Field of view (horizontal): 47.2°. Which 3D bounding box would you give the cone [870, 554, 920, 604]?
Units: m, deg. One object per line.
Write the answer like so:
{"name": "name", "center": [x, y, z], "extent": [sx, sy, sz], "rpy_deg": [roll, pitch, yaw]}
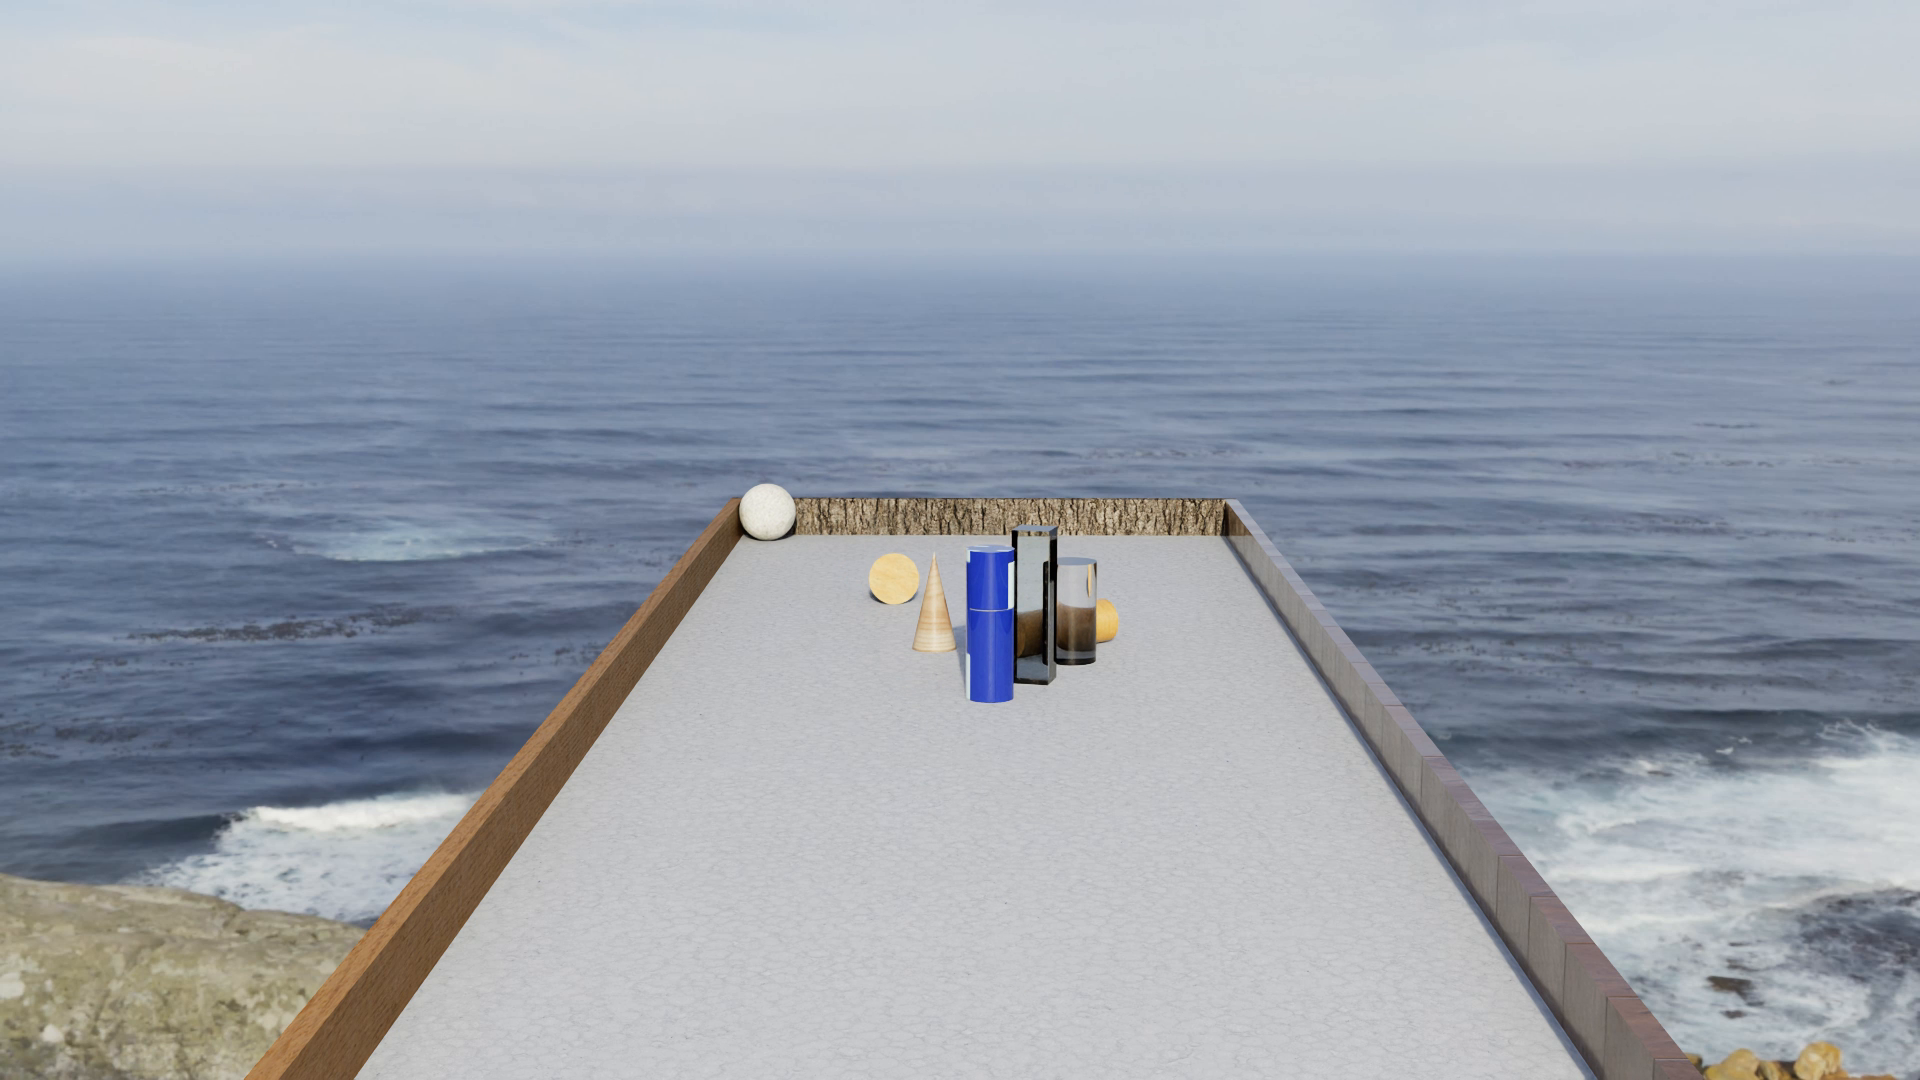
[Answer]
{"name": "cone", "center": [-0.271, 0.146, 7.811], "extent": [0.176, 0.176, 0.420], "rpy_deg": [-2, -3, -12]}

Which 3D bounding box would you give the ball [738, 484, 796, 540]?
{"name": "ball", "center": [-0.787, -0.114, 8.988], "extent": [0.233, 0.233, 0.233], "rpy_deg": [0, 9, 0]}

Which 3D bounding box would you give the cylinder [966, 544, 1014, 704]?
{"name": "cylinder", "center": [0.084, 0.234, 6.172], "extent": [0.136, 0.426, 0.136], "rpy_deg": [0, 9, 0]}

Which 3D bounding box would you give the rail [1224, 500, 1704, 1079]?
{"name": "rail", "center": [1.046, 0.843, 3.208], "extent": [0.050, 0.150, 12.000], "rpy_deg": [0, 9, 1]}

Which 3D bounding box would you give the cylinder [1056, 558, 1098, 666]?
{"name": "cylinder", "center": [0.337, 0.215, 6.675], "extent": [0.155, 0.306, 0.155], "rpy_deg": [0, 9, 0]}

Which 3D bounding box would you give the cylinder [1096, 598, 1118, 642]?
{"name": "cylinder", "center": [0.311, 0.271, 6.864], "extent": [0.371, 0.137, 0.137], "rpy_deg": [-7, 11, -38]}

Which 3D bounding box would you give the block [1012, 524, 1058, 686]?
{"name": "block", "center": [0.216, 0.188, 6.388], "extent": [0.110, 0.450, 0.110], "rpy_deg": [2, 9, 15]}

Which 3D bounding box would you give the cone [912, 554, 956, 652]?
{"name": "cone", "center": [-0.080, 0.186, 6.852], "extent": [0.142, 0.308, 0.142], "rpy_deg": [0, 9, 0]}

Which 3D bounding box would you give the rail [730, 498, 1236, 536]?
{"name": "rail", "center": [0.099, -0.098, 9.147], "extent": [2.100, 0.150, 0.050], "rpy_deg": [0, 9, 1]}

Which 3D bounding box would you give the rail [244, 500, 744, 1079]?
{"name": "rail", "center": [-1.004, 0.839, 3.234], "extent": [0.050, 0.150, 12.000], "rpy_deg": [0, 9, 1]}
